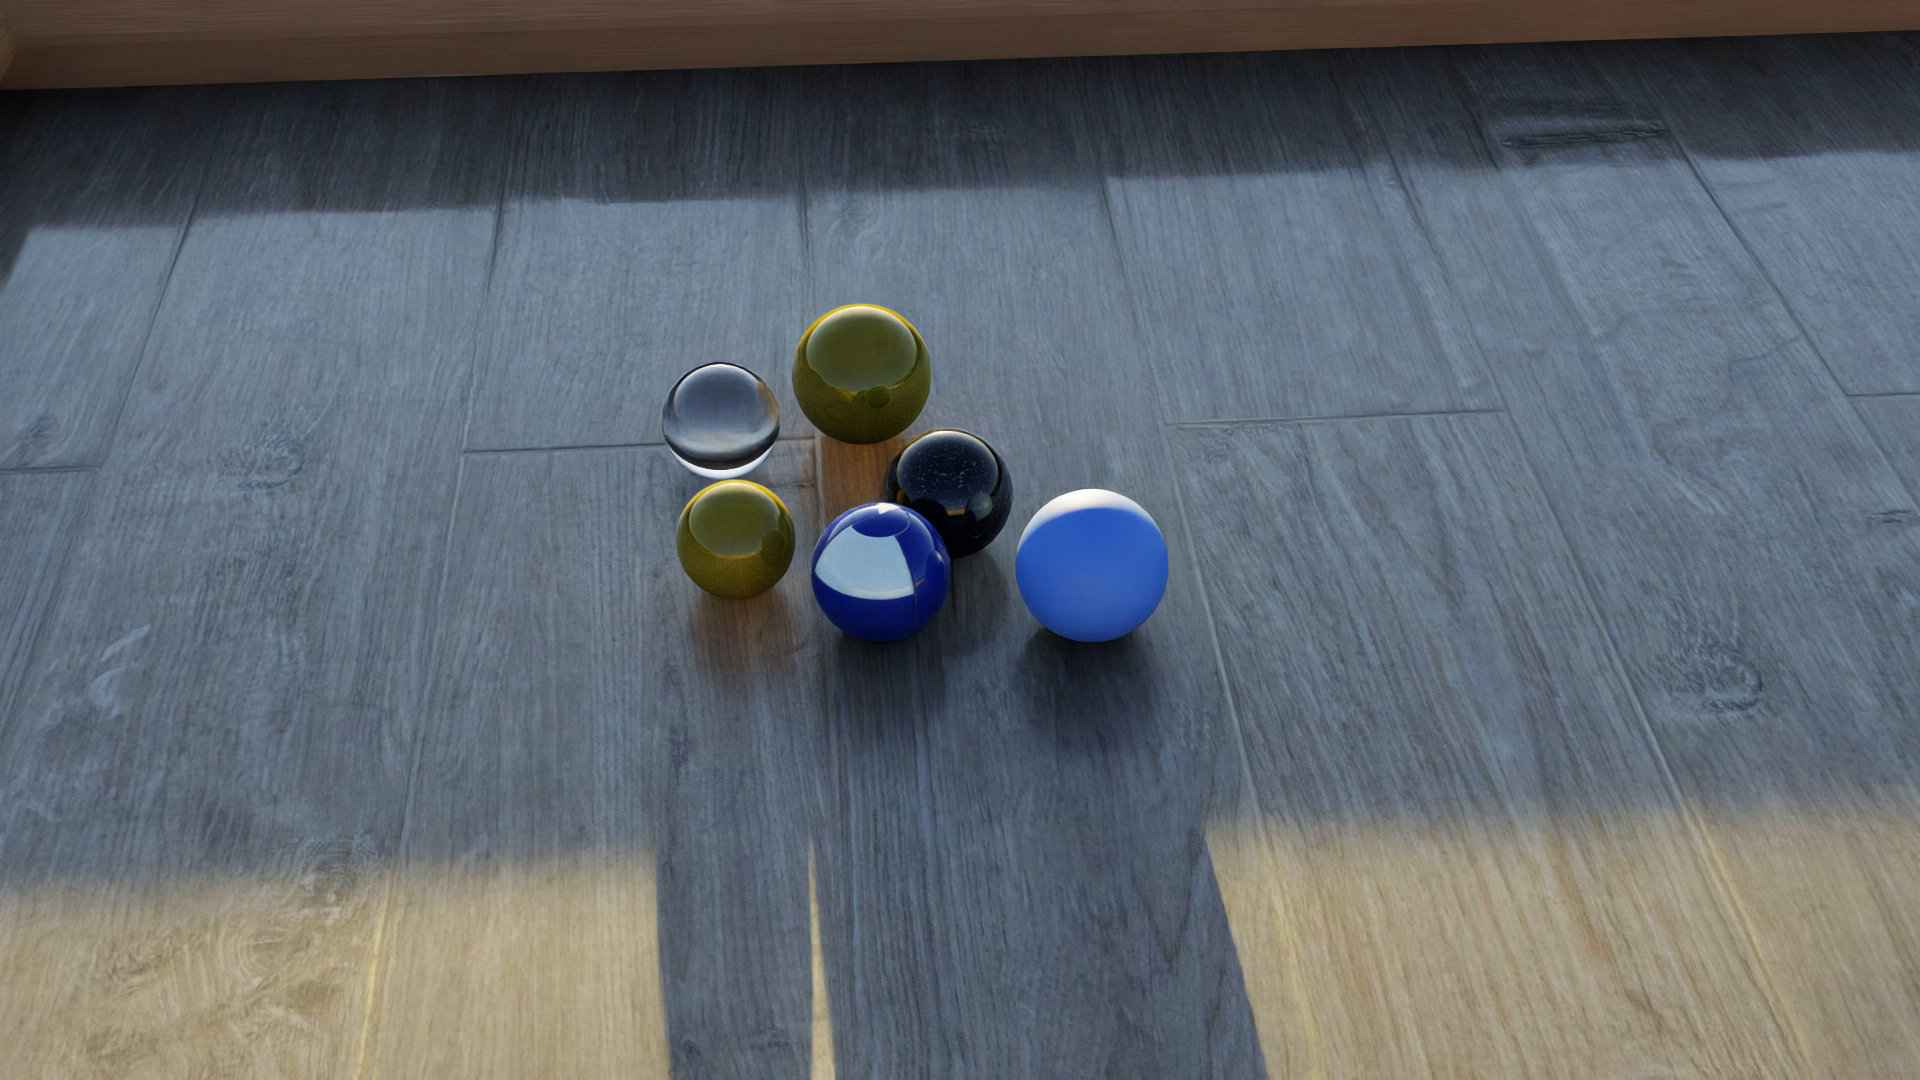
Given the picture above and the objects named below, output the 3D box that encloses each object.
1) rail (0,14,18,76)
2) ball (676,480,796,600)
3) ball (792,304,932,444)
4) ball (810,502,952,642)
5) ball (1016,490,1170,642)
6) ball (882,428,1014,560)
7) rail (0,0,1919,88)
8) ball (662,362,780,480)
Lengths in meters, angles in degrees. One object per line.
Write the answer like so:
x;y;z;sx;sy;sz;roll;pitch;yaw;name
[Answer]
-0.778;0.016;1.591;0.045;0.129;1.617;-2;36;-3;rail
-0.145;0.000;1.659;0.078;0.078;0.078;0;36;0;ball
-0.069;-0.116;1.802;0.099;0.099;0.099;0;36;0;ball
-0.050;0.020;1.621;0.089;0.089;0.089;0;36;0;ball
0.083;0.016;1.619;0.097;0.097;0.097;0;36;0;ball
-0.008;-0.031;1.693;0.087;0.087;0.087;0;36;0;ball
0.744;-0.509;2.320;3.214;0.129;0.045;-2;36;-3;rail
-0.165;-0.082;1.769;0.082;0.082;0.082;0;36;0;ball
